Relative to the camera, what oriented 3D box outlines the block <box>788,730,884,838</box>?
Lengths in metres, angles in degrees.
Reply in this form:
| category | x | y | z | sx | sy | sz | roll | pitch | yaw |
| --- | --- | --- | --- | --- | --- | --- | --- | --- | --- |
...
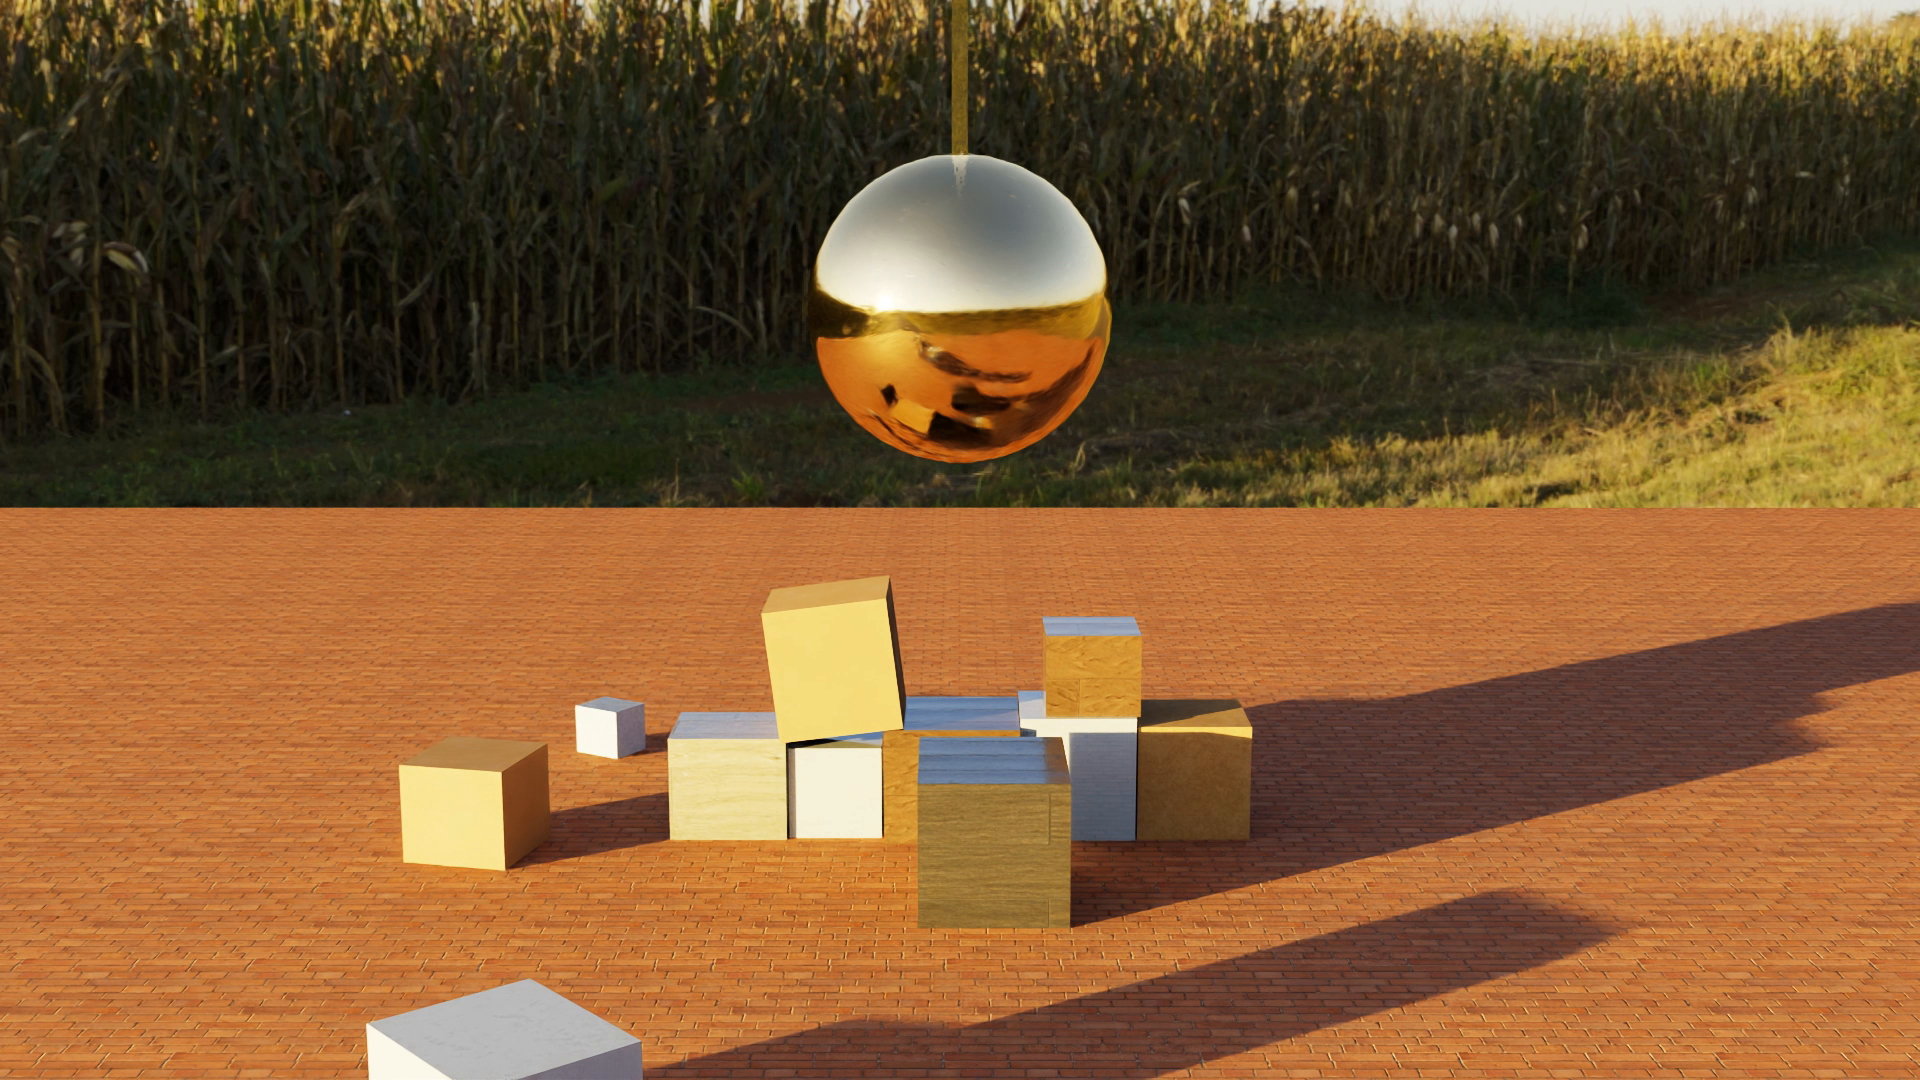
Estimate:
| category | x | y | z | sx | sy | sz | roll | pitch | yaw |
| --- | --- | --- | --- | --- | --- | --- | --- | --- | --- |
| block | -0.634 | 1.241 | 11.423 | 0.470 | 0.471 | 0.514 | 0 | 10 | 0 |

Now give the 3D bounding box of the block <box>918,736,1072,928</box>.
| category | x | y | z | sx | sy | sz | roll | pitch | yaw |
| --- | --- | --- | --- | --- | --- | --- | --- | --- | --- |
| block | 0.151 | 1.350 | 10.249 | 0.686 | 0.677 | 0.784 | 0 | 10 | 0 |

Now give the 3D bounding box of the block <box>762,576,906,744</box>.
| category | x | y | z | sx | sy | sz | roll | pitch | yaw |
| --- | --- | --- | --- | --- | --- | --- | --- | --- | --- |
| block | -0.633 | 0.600 | 11.235 | 0.621 | 0.668 | 0.596 | -7 | 10 | 1 |

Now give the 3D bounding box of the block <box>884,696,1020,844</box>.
| category | x | y | z | sx | sy | sz | roll | pitch | yaw |
| --- | --- | --- | --- | --- | --- | --- | --- | --- | --- |
| block | -0.041 | 1.184 | 11.392 | 0.684 | 0.594 | 0.675 | 0 | 10 | 0 |

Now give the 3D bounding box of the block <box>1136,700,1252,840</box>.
| category | x | y | z | sx | sy | sz | roll | pitch | yaw |
| --- | --- | --- | --- | --- | --- | --- | --- | --- | --- |
| block | 1.186 | 1.183 | 11.411 | 0.572 | 0.590 | 0.564 | 0 | 10 | 0 |

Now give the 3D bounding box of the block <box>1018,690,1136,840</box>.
| category | x | y | z | sx | sy | sz | roll | pitch | yaw |
| --- | --- | --- | --- | --- | --- | --- | --- | --- | --- |
| block | 0.597 | 1.162 | 11.394 | 0.584 | 0.637 | 0.574 | 0 | 10 | 0 |

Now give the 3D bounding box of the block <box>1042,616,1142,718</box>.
| category | x | y | z | sx | sy | sz | roll | pitch | yaw |
| --- | --- | --- | --- | --- | --- | --- | --- | --- | --- |
| block | 0.670 | 0.647 | 11.278 | 0.479 | 0.420 | 0.448 | 0 | 10 | -1 |

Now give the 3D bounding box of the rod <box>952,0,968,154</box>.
| category | x | y | z | sx | sy | sz | roll | pitch | yaw |
| --- | --- | --- | --- | --- | --- | --- | --- | --- | --- |
| rod | 0.000 | -4.486 | 10.581 | 0.080 | 5.200 | 0.080 | 0 | 15 | 0 |

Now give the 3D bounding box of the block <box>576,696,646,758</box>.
| category | x | y | z | sx | sy | sz | roll | pitch | yaw |
| --- | --- | --- | --- | --- | --- | --- | --- | --- | --- |
| block | -2.032 | 1.090 | 12.800 | 0.302 | 0.275 | 0.254 | 6 | 12 | 31 |

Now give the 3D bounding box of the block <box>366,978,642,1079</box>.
| category | x | y | z | sx | sy | sz | roll | pitch | yaw |
| --- | --- | --- | --- | --- | --- | --- | --- | --- | --- |
| block | -1.511 | 1.922 | 7.324 | 0.618 | 0.599 | 0.723 | -9 | 13 | -40 |

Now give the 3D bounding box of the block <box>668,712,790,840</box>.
| category | x | y | z | sx | sy | sz | roll | pitch | yaw |
| --- | --- | --- | --- | --- | --- | --- | --- | --- | --- |
| block | -1.176 | 1.216 | 11.395 | 0.593 | 0.529 | 0.530 | 0 | 10 | 0 |

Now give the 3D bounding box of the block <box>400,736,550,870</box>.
| category | x | y | z | sx | sy | sz | roll | pitch | yaw |
| --- | --- | --- | --- | --- | --- | --- | --- | --- | --- |
| block | -2.415 | 1.308 | 10.989 | 0.539 | 0.495 | 0.542 | 2 | 11 | 13 |

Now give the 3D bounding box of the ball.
| category | x | y | z | sx | sy | sz | roll | pitch | yaw |
| --- | --- | --- | --- | --- | --- | --- | --- | --- | --- |
| ball | 0.000 | -1.202 | 11.462 | 1.600 | 1.600 | 1.600 | 0 | 10 | 0 |
